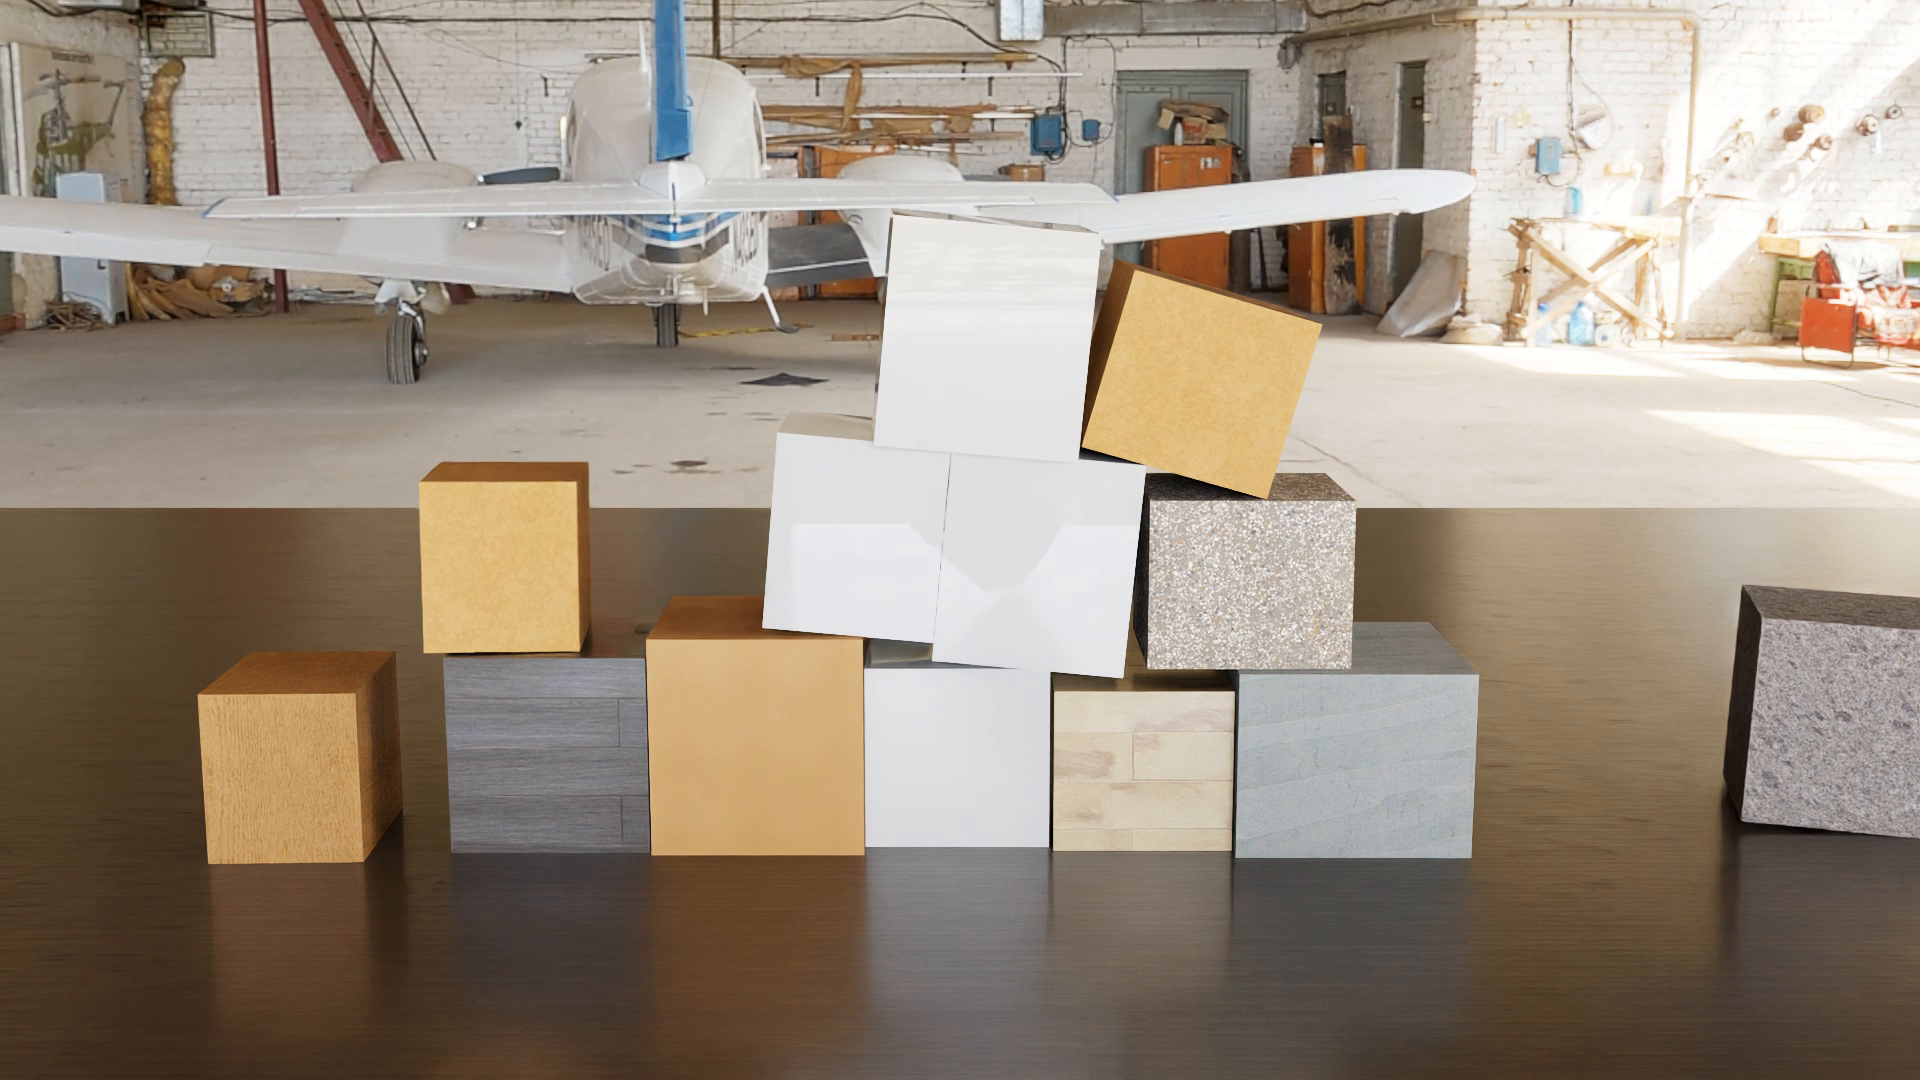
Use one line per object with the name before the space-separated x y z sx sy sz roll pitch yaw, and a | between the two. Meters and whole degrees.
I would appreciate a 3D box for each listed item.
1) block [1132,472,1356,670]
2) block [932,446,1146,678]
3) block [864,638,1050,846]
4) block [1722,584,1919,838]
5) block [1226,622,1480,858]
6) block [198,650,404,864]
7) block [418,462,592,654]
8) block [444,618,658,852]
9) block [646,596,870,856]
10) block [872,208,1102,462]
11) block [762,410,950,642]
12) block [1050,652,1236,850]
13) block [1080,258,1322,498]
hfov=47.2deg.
block | 1.426 0.141 11.219 1.003 0.840 0.920 0 10 0
block | 0.383 0.035 11.207 0.947 1.064 0.923 5 10 -1
block | -0.013 1.020 11.381 0.923 0.921 0.801 0 10 0
block | 4.607 0.883 11.603 0.922 1.079 0.880 4 11 12
block | 1.953 1.010 11.401 1.167 0.934 1.191 0 10 0
block | -3.333 1.088 11.193 0.757 0.855 0.909 0 10 -2
block | -2.298 0.074 11.200 0.760 0.853 0.758 0 10 -5
block | -2.042 0.987 11.355 0.992 0.996 0.949 0 10 0
block | -1.005 0.933 11.359 1.058 1.099 1.053 0 10 0
block | 0.104 -1.038 10.915 0.981 1.091 1.037 5 10 -4
block | -0.507 -0.088 11.168 0.843 0.970 0.914 5 10 -1
block | 0.913 1.074 11.364 0.893 0.820 0.870 0 10 0
block | 1.152 -0.829 11.068 0.947 0.888 0.903 16 10 -5
